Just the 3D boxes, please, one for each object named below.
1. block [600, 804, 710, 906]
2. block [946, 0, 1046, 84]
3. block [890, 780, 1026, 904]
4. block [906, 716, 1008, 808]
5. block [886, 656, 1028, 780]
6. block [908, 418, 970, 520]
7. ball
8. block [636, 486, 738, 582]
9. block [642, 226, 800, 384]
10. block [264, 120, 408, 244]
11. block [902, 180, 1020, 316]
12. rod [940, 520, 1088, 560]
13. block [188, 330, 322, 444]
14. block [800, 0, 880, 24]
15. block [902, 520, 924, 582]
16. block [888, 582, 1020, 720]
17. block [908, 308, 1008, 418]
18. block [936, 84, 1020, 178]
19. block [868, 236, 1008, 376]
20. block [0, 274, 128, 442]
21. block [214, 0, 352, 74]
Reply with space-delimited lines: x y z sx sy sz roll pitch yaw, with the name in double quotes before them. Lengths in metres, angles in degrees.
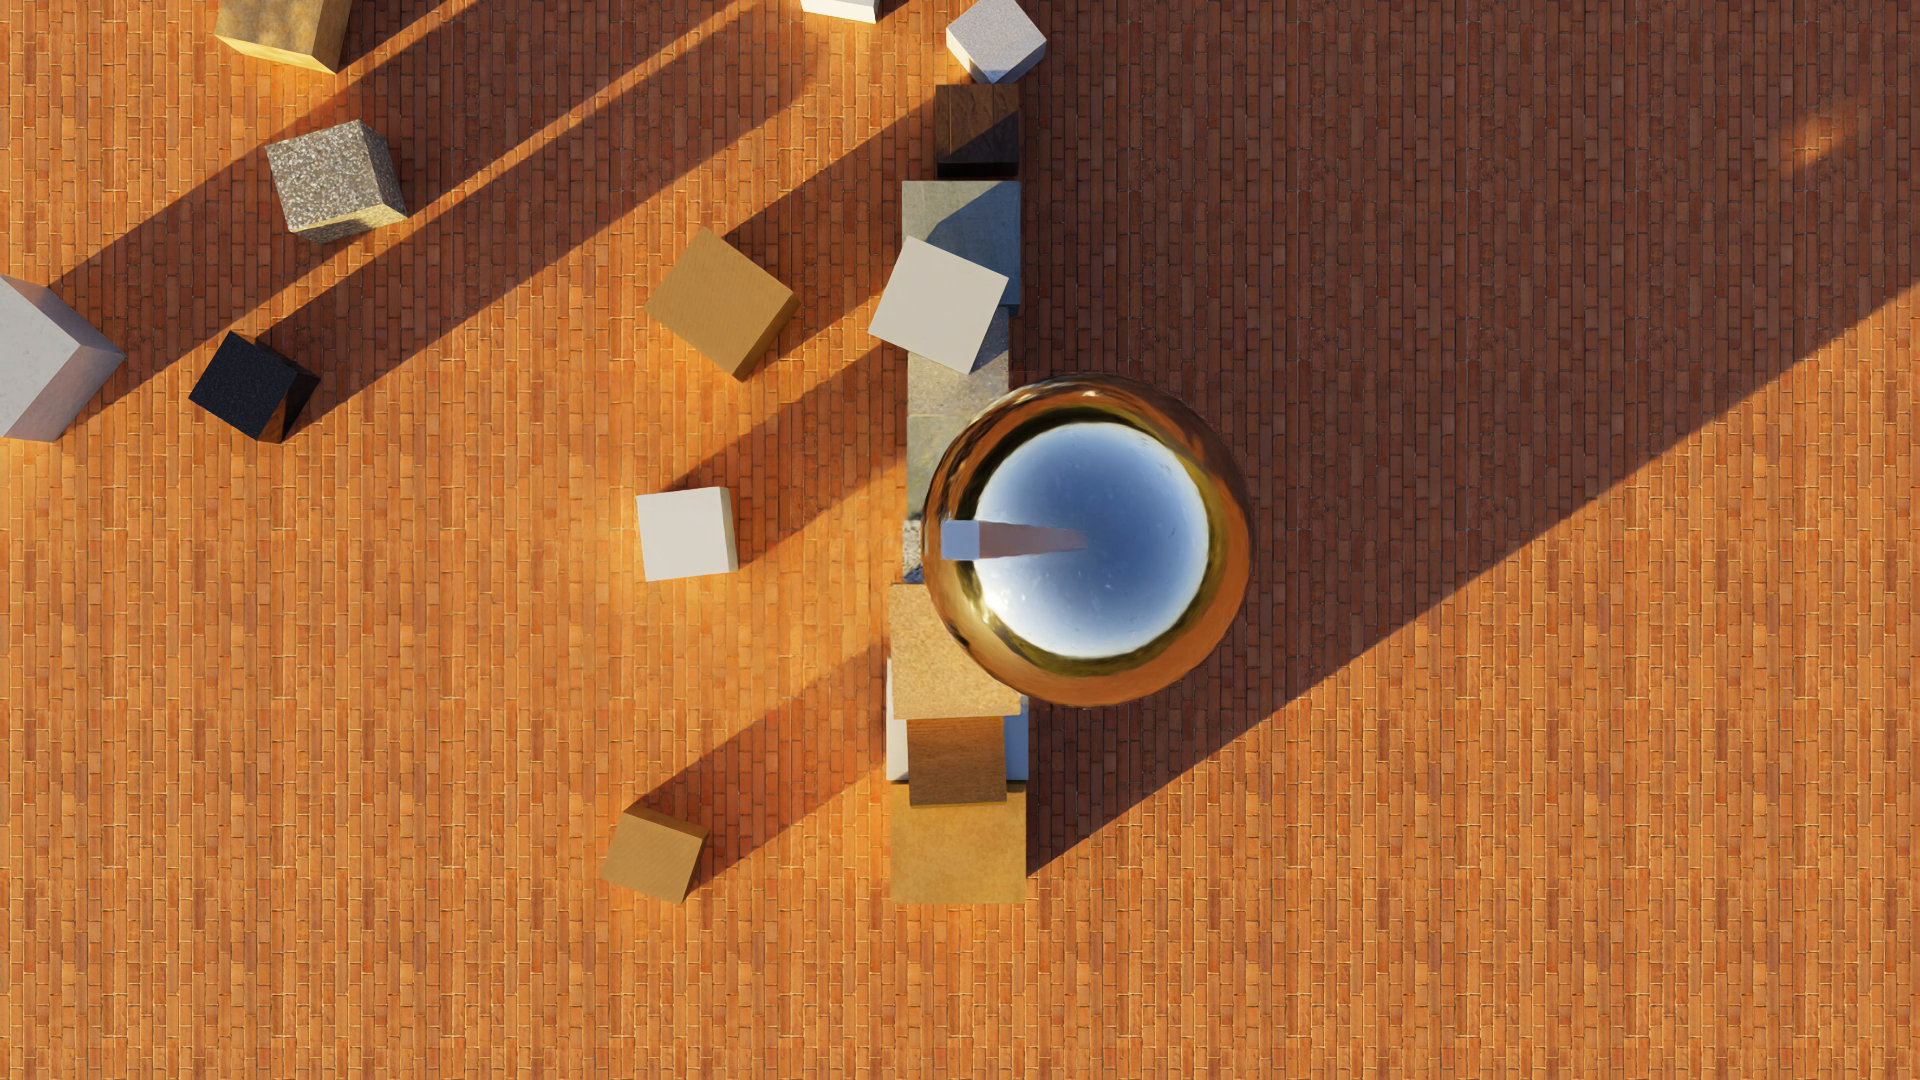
"block" -1.766 1.824 12.790 0.488 0.421 0.401 19 90 0
"block" 0.209 -2.886 12.766 0.398 0.467 0.418 -39 90 0
"block" -0.010 1.685 12.592 0.751 0.817 0.660 0 90 0
"block" -0.019 1.201 11.933 0.516 0.542 0.473 -3 81 0
"block" -0.014 1.006 12.664 0.794 0.672 0.680 0 90 0
"block" 0.010 -0.404 12.707 0.616 0.586 0.579 0 90 0
"ball" 0.605 0.000 10.501 1.600 1.600 1.600 0 90 0
"block" -1.572 -0.034 12.732 0.475 0.536 0.490 -7 90 0
"block" -1.363 -1.347 12.681 0.629 0.639 0.585 37 90 0
"block" -3.594 -2.063 12.712 0.553 0.575 0.497 -16 90 0
"block" 0.007 -1.669 12.669 0.664 0.662 0.692 0 90 0
"rod" 0.262 0.000 7.118 0.080 5.200 0.080 0 90 6
"block" -4.091 -0.882 12.773 0.459 0.455 0.457 32 90 0
"block" -0.676 -3.292 12.803 0.431 0.394 0.410 10 90 0
"block" 0.008 0.267 12.610 0.655 0.781 0.759 0 90 0
"block" -0.032 0.576 11.856 0.663 0.725 0.703 -2 90 0
"block" -0.010 -1.006 12.682 0.564 0.635 0.612 1 90 0
"block" 0.100 -2.371 12.756 0.472 0.487 0.447 -1 90 0
"block" -0.117 -1.284 12.108 0.592 0.466 0.568 23 94 -1
"block" -5.380 -1.036 12.653 0.628 0.693 0.679 40 90 0
"block" -3.903 -3.098 12.752 0.568 0.497 0.584 12 90 0
